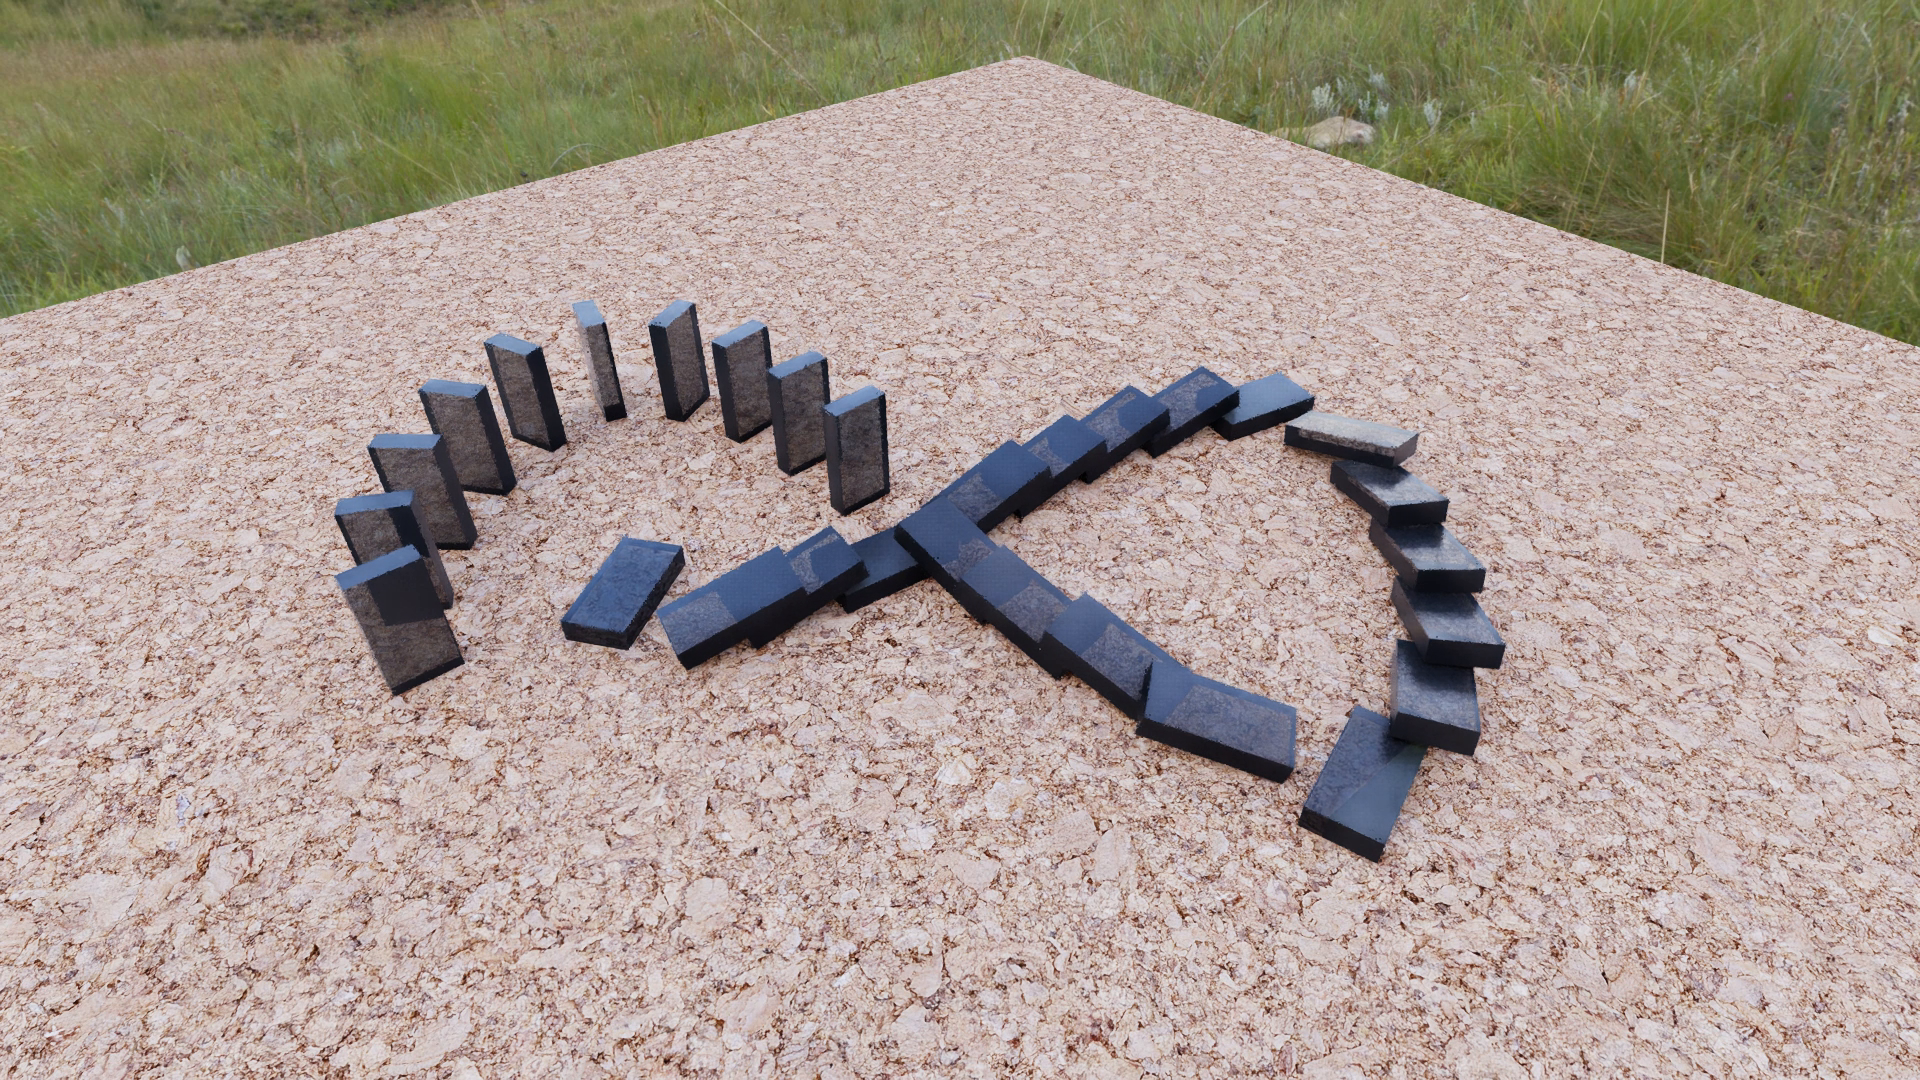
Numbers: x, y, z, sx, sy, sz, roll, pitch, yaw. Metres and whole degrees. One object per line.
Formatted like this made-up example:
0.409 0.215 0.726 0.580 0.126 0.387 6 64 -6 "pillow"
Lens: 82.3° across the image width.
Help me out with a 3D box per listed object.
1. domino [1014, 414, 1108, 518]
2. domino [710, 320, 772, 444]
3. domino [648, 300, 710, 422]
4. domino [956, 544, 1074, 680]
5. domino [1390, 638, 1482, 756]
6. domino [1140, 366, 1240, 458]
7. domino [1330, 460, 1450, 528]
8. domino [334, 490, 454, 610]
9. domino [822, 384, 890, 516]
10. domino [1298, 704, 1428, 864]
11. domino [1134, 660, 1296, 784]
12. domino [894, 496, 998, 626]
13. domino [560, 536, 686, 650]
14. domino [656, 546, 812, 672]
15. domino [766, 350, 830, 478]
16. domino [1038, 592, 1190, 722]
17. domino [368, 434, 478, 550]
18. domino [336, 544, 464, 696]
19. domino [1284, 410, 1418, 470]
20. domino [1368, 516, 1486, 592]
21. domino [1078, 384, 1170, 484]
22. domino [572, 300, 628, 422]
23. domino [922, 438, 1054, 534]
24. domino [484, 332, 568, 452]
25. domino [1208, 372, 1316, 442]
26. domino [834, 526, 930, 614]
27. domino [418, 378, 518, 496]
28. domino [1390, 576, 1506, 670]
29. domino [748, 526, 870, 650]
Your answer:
0.036 -0.032 0.473 0.050 0.010 0.025 -36 50 -18 "domino"
-0.097 -0.071 0.499 0.010 0.050 0.025 27 46 29 "domino"
-0.130 -0.083 0.513 0.010 0.050 0.025 12 41 15 "domino"
0.026 0.026 0.402 0.050 0.009 0.025 40 52 19 "domino"
0.159 0.052 0.371 0.025 0.010 0.050 13 27 16 "domino"
0.101 -0.059 0.507 0.050 0.010 0.025 -32 47 -14 "domino"
0.178 -0.021 0.459 0.025 0.010 0.050 -6 25 -7 "domino"
-0.207 0.006 0.404 0.025 0.050 0.010 -9 40 -11 "domino"
-0.043 -0.037 0.456 0.025 0.050 0.009 -30 48 -32 "domino"
0.129 0.076 0.350 0.025 0.009 0.050 23 45 26 "domino"
0.084 0.059 0.361 0.050 0.010 0.025 19 44 2 "domino"
0.001 0.007 0.424 0.025 0.009 0.050 -32 66 -33 "domino"
-0.128 0.020 0.420 0.025 0.010 0.050 9 40 10 "domino"
-0.082 0.024 0.399 0.050 0.009 0.025 -29 47 -11 "domino"
-0.069 -0.055 0.478 0.025 0.050 0.010 -31 49 -32 "domino"
0.055 0.042 0.382 0.050 0.009 0.025 37 51 18 "domino"
-0.211 -0.018 0.434 0.025 0.050 0.010 1 39 1 "domino"
-0.191 0.028 0.377 0.025 0.050 0.009 -28 47 -30 "domino"
0.173 -0.045 0.488 0.050 0.010 0.025 20 33 38 "domino"
0.181 0.005 0.428 0.025 0.009 0.050 0 24 0 "domino"
0.067 -0.048 0.492 0.050 0.010 0.025 -36 50 -17 "domino"
-0.168 -0.083 0.513 0.010 0.050 0.025 -18 43 -21 "domino"
0.011 -0.019 0.456 0.050 0.010 0.025 -38 51 -16 "domino"
-0.194 -0.065 0.491 0.025 0.050 0.009 20 43 22 "domino"
0.140 -0.063 0.521 0.050 0.010 0.025 -19 43 -22 "domino"
-0.029 0.009 0.433 0.050 0.009 0.025 -24 45 -26 "domino"
-0.207 -0.043 0.463 0.025 0.050 0.010 7 40 9 "domino"
0.175 0.029 0.398 0.025 0.010 0.050 5 24 6 "domino"
-0.062 0.017 0.413 0.050 0.010 0.025 -34 48 -15 "domino"
